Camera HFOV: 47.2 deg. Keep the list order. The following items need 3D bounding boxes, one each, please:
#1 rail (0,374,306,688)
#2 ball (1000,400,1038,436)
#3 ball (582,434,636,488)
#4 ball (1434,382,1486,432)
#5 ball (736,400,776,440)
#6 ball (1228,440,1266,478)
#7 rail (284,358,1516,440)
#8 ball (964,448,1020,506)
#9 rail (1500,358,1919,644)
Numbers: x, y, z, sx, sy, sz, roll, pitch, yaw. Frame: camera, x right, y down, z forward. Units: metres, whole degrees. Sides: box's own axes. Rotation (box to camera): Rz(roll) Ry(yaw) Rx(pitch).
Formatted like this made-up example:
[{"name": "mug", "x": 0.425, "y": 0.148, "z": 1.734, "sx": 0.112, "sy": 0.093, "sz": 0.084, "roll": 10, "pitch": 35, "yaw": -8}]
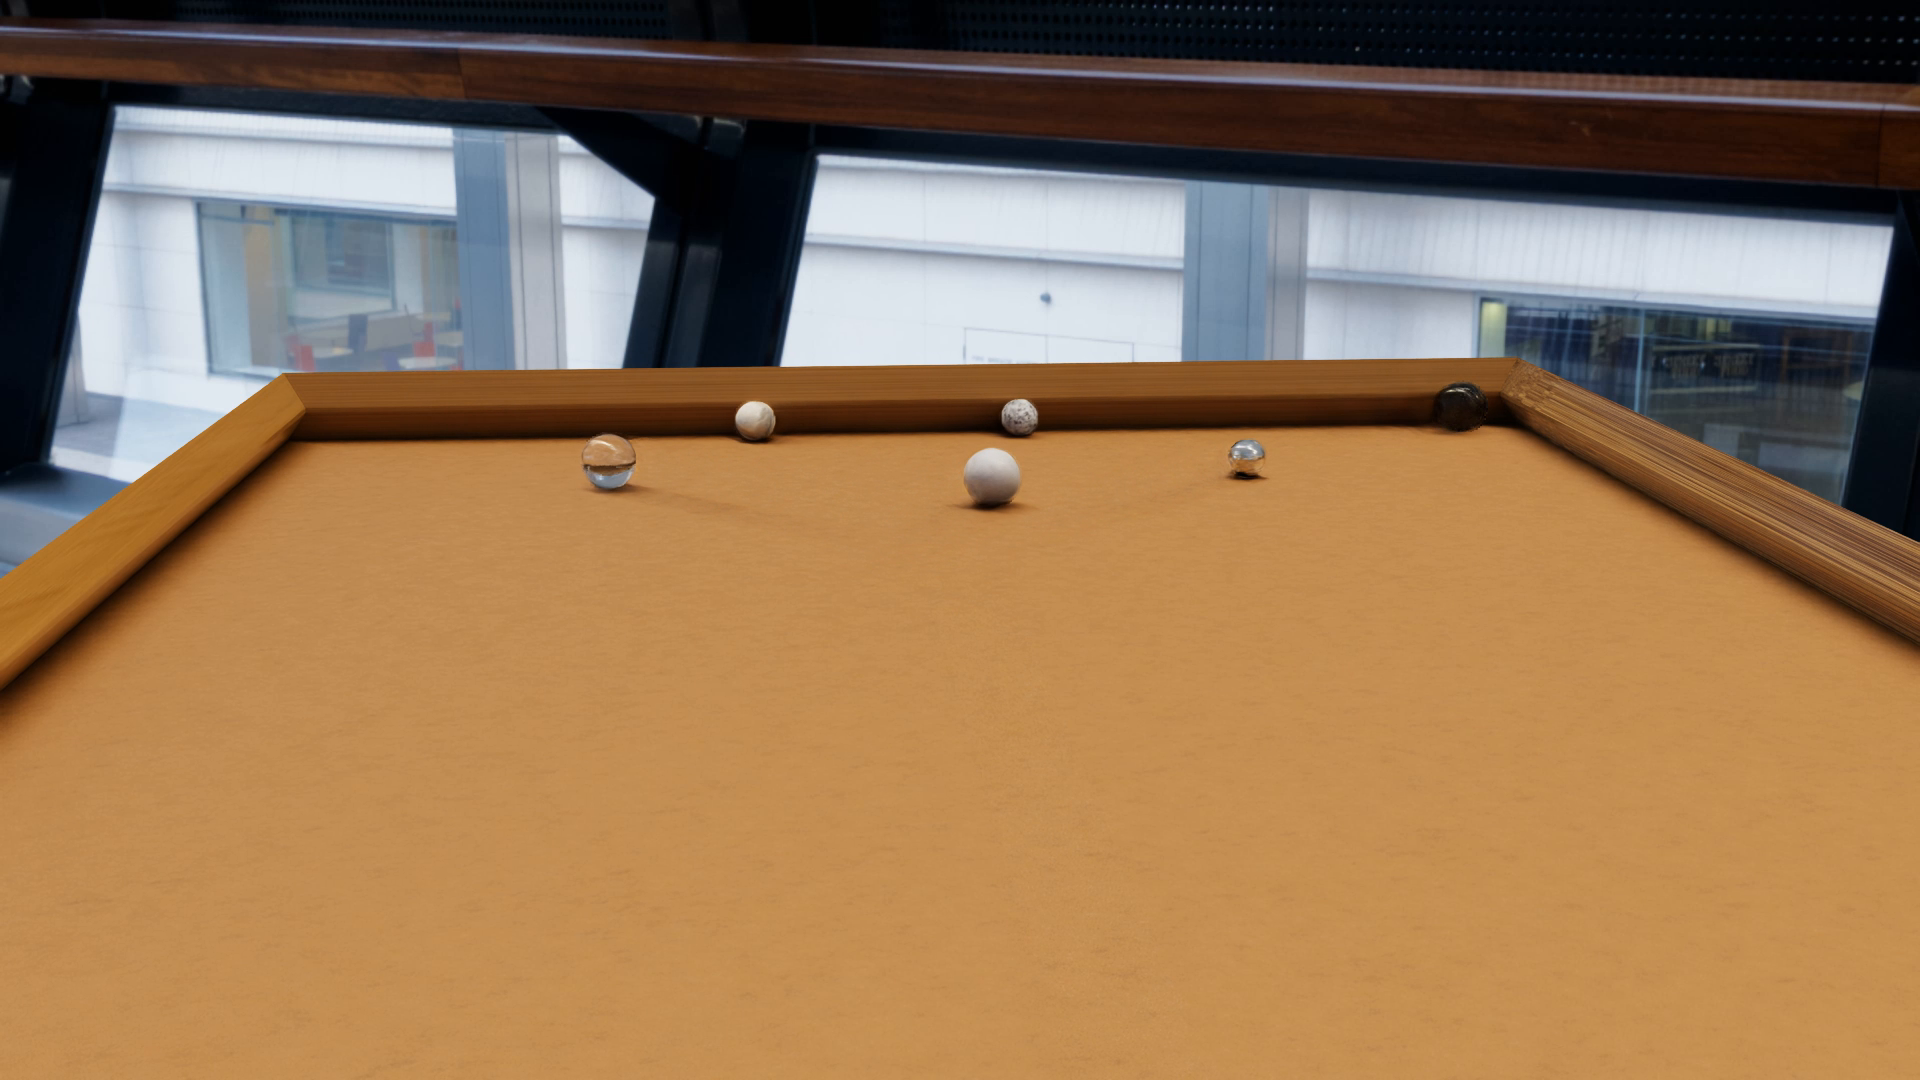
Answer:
[{"name": "rail", "x": -1.012, "y": 0.236, "z": 1.932, "sx": 0.045, "sy": 0.119, "sz": 4.094, "roll": -1, "pitch": 13, "yaw": -5}, {"name": "ball", "x": 0.107, "y": -0.220, "z": 3.956, "sx": 0.067, "sy": 0.067, "sz": 0.067, "roll": 0, "pitch": 13, "yaw": 0}, {"name": "ball", "x": -0.561, "y": -0.126, "z": 3.516, "sx": 0.088, "sy": 0.088, "sz": 0.088, "roll": 0, "pitch": 13, "yaw": 0}, {"name": "ball", "x": 0.908, "y": -0.242, "z": 3.995, "sx": 0.092, "sy": 0.092, "sz": 0.092, "roll": 0, "pitch": 13, "yaw": 0}, {"name": "ball", "x": -0.364, "y": -0.212, "z": 3.913, "sx": 0.071, "sy": 0.071, "sz": 0.071, "roll": 0, "pitch": 13, "yaw": 0}, {"name": "ball", "x": 0.470, "y": -0.134, "z": 3.604, "sx": 0.062, "sy": 0.062, "sz": 0.062, "roll": 0, "pitch": 13, "yaw": 0}, {"name": "rail", "x": -0.082, "y": -0.254, "z": 3.980, "sx": 2.245, "sy": 0.119, "sz": 0.045, "roll": -1, "pitch": 13, "yaw": -5}, {"name": "ball", "x": 0.049, "y": -0.097, "z": 3.395, "sx": 0.088, "sy": 0.088, "sz": 0.088, "roll": 0, "pitch": 13, "yaw": 0}, {"name": "rail", "x": 1.179, "y": 0.194, "z": 2.106, "sx": 0.045, "sy": 0.119, "sz": 4.094, "roll": -1, "pitch": 13, "yaw": -5}]
